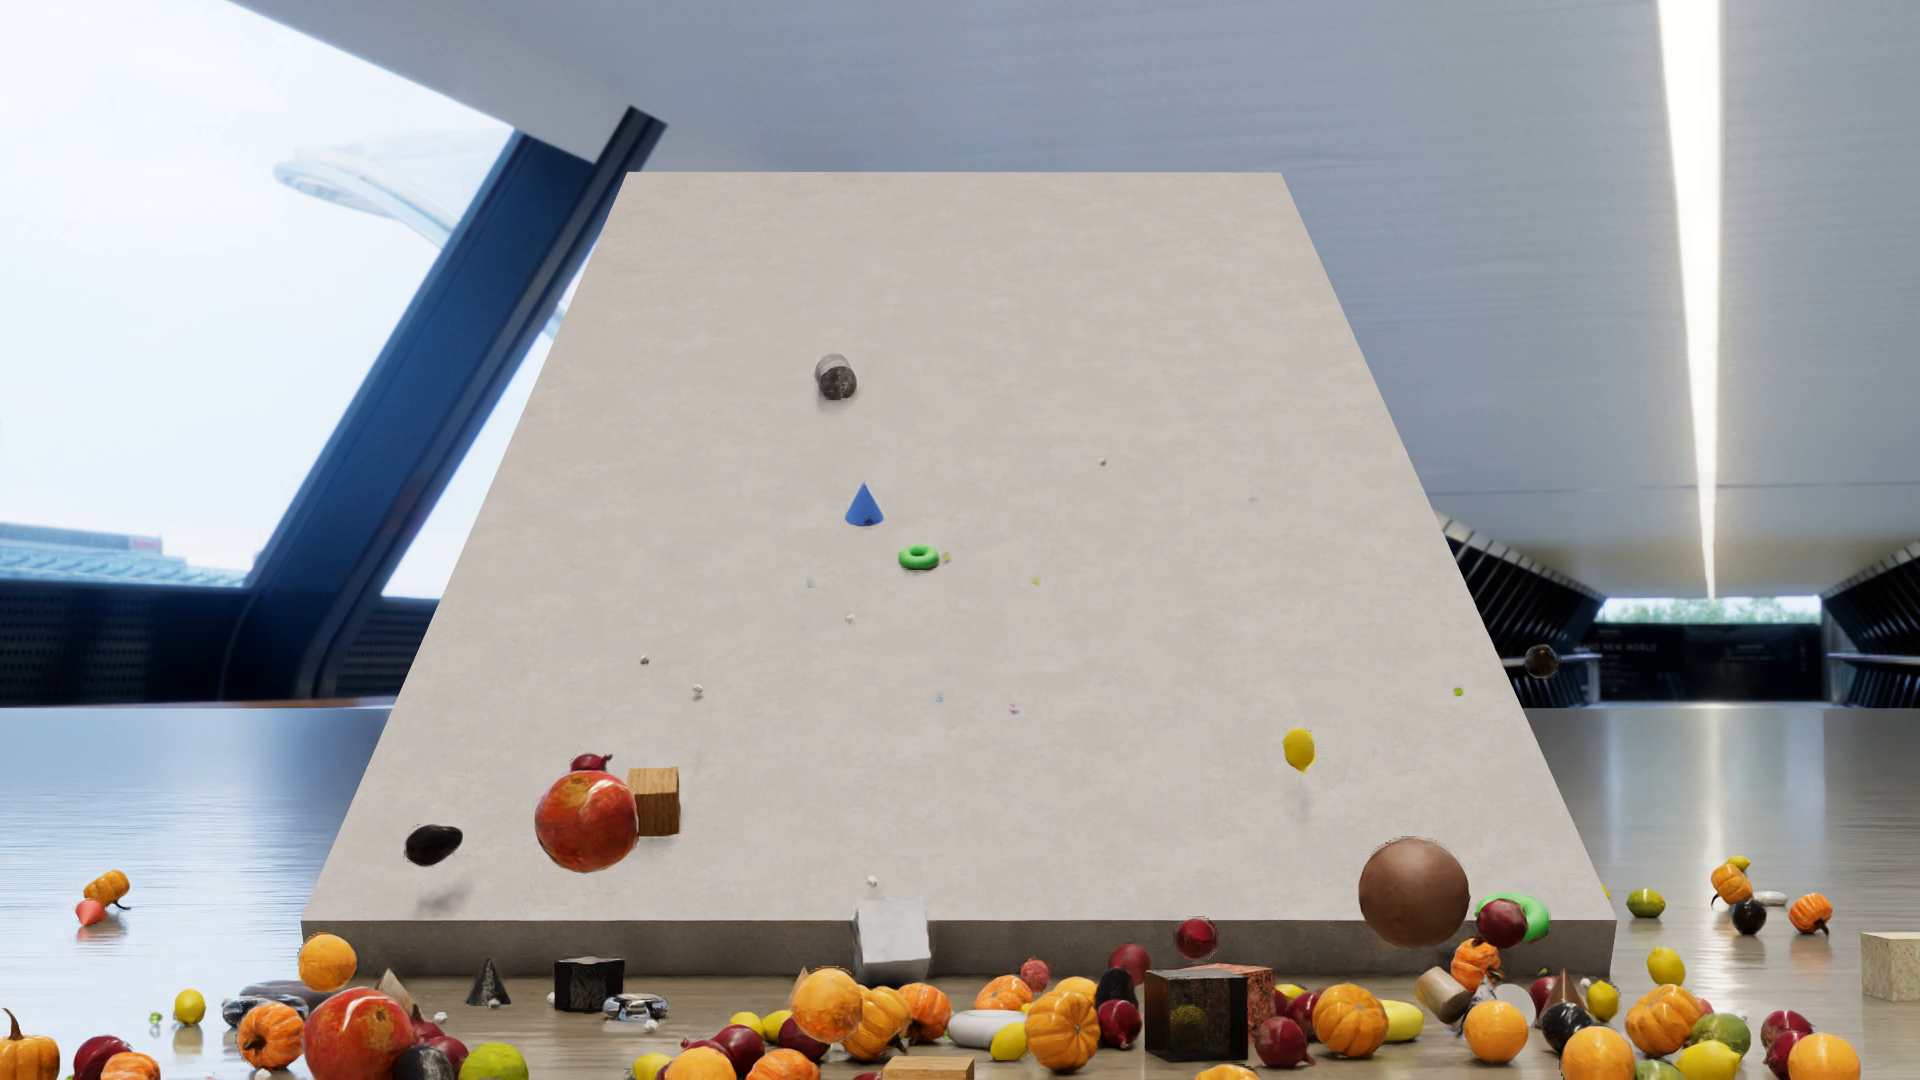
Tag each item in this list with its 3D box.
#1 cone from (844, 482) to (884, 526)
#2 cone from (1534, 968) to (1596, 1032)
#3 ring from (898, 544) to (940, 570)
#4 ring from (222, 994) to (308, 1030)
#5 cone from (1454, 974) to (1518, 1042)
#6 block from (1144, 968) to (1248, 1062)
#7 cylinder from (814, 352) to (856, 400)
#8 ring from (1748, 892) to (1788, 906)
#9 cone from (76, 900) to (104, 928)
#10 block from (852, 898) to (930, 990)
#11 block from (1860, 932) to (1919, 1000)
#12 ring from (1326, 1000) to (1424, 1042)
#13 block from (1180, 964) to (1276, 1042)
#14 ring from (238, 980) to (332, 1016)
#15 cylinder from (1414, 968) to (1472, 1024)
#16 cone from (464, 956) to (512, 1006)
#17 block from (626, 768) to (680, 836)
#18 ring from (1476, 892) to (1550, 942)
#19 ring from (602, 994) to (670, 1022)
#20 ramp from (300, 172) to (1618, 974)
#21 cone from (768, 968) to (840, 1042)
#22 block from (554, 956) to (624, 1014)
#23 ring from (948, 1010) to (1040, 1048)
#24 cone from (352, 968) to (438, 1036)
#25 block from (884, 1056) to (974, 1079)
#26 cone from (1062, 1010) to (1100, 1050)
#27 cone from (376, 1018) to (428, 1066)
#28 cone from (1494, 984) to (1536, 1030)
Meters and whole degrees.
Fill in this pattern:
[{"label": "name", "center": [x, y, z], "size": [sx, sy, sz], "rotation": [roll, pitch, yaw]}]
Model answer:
[{"label": "cone", "center": [-0.199, -0.084, 4.866], "size": [0.083, 0.083, 0.083], "rotation": [0, 25, 0]}, {"label": "cone", "center": [0.778, 0.588, 3.016], "size": [0.079, 0.079, 0.079], "rotation": [0, -4, 0]}, {"label": "ring", "center": [-0.082, 0.034, 4.681], "size": [0.082, 0.027, 0.082], "rotation": [-1, 26, 1]}, {"label": "ring", "center": [-0.899, 0.611, 3.034], "size": [0.109, 0.036, 0.109], "rotation": [0, -5, 0]}, {"label": "cone", "center": [0.656, 0.582, 2.926], "size": [0.079, 0.079, 0.079], "rotation": [0, -4, 0]}, {"label": "block", "center": [0.279, 0.563, 2.782], "size": [0.096, 0.096, 0.096], "rotation": [1, -4, -13]}, {"label": "cylinder", "center": [-0.292, -0.383, 5.495], "size": [0.087, 0.087, 0.087], "rotation": [1, 24, -14]}, {"label": "ring", "center": [1.667, 0.740, 4.834], "size": [0.077, 0.026, 0.077], "rotation": [0, -2, 0]}, {"label": "cone", "center": [-1.634, 0.710, 4.385], "size": [0.054, 0.054, 0.054], "rotation": [0, 23, -6]}, {"label": "block", "center": [-0.101, 0.585, 3.394], "size": [0.096, 0.096, 0.096], "rotation": [-2, -34, -9]}, {"label": "block", "center": [1.345, 0.606, 3.337], "size": [0.086, 0.086, 0.086], "rotation": [0, -4, -6]}, {"label": "ring", "center": [0.519, 0.601, 2.929], "size": [0.121, 0.040, 0.121], "rotation": [-1, -3, 0]}, {"label": "block", "center": [0.334, 0.578, 2.925], "size": [0.086, 0.086, 0.086], "rotation": [-3, -5, 40]}, {"label": "ring", "center": [-0.905, 0.616, 3.145], "size": [0.124, 0.041, 0.124], "rotation": [0, -5, 0]}, {"label": "cylinder", "center": [0.605, 0.571, 2.938], "size": [0.051, 0.051, 0.051], "rotation": [3, 25, -39]}, {"label": "cone", "center": [-0.656, 0.612, 3.261], "size": [0.065, 0.065, 0.065], "rotation": [0, -4, 0]}, {"label": "block", "center": [-0.496, 0.423, 3.791], "size": [0.080, 0.080, 0.080], "rotation": [-1, 25, -3]}, {"label": "ring", "center": [0.834, 0.569, 3.540], "size": [0.109, 0.036, 0.109], "rotation": [0, 24, 0]}, {"label": "ring", "center": [-0.430, 0.619, 3.108], "size": [0.088, 0.029, 0.088], "rotation": [1, -4, 0]}, {"label": "ramp", "center": [-0.009, -0.229, 5.390], "size": [2.000, 0.100, 4.000], "rotation": [0, 25, 0]}, {"label": "cone", "center": [-0.195, 0.577, 2.928], "size": [0.089, 0.089, 0.089], "rotation": [0, -4, 0]}, {"label": "block", "center": [-0.506, 0.607, 3.196], "size": [0.066, 0.066, 0.066], "rotation": [-3, -5, 35]}, {"label": "ring", "center": [0.041, 0.599, 2.871], "size": [0.114, 0.038, 0.114], "rotation": [1, -5, 0]}, {"label": "cone", "center": [-0.700, 0.602, 2.954], "size": [0.095, 0.095, 0.095], "rotation": [28, -10, -10]}, {"label": "block", "center": [-0.029, 0.533, 2.213], "size": [0.078, 0.078, 0.078], "rotation": [0, -4, 6]}, {"label": "cone", "center": [0.156, 0.604, 2.846], "size": [0.050, 0.050, 0.050], "rotation": [-2, -31, 30]}, {"label": "cone", "center": [-0.653, 0.595, 2.730], "size": [0.057, 0.057, 0.057], "rotation": [1, -31, -20]}, {"label": "cone", "center": [0.699, 0.614, 3.027], "size": [0.063, 0.063, 0.063], "rotation": [2, -31, -21]}]
